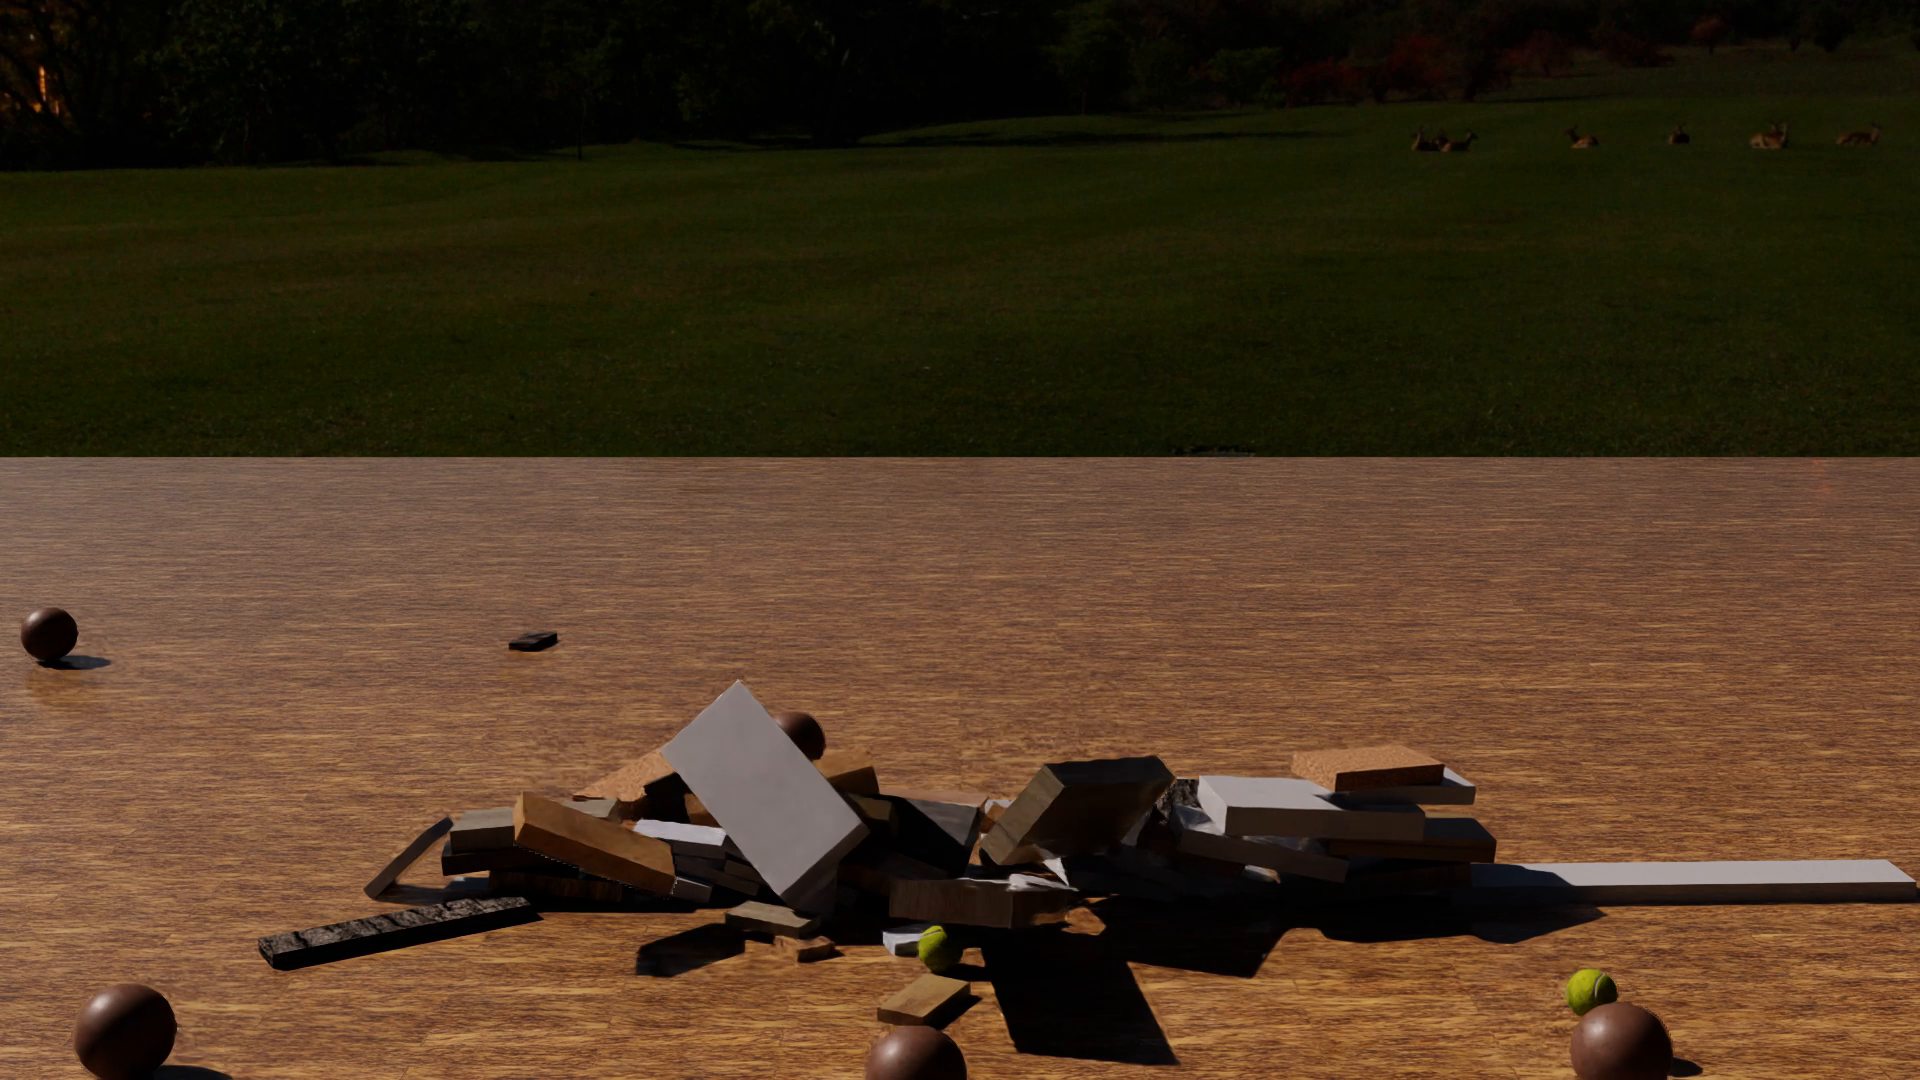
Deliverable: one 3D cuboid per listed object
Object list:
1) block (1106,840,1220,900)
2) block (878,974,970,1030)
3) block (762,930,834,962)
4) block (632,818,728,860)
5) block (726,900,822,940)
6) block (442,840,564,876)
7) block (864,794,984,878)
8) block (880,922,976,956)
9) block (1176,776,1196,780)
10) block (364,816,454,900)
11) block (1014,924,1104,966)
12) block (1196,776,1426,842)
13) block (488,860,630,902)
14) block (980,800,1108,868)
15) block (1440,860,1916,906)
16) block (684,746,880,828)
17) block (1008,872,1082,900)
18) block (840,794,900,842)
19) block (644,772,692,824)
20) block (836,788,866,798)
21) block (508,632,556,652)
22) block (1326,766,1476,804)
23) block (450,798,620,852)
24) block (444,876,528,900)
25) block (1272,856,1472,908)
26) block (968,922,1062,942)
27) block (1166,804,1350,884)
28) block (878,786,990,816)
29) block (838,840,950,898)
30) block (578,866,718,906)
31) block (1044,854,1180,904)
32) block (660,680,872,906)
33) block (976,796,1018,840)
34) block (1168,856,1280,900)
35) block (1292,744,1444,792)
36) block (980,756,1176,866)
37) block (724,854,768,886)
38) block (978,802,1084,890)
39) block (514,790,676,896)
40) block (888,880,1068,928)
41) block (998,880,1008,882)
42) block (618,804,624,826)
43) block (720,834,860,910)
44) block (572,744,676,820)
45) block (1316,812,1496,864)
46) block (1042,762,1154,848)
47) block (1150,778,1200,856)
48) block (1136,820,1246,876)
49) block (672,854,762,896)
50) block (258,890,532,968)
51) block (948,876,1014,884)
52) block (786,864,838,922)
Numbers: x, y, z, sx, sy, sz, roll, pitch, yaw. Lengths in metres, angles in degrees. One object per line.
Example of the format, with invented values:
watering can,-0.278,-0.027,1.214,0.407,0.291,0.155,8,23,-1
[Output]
block,0.336,0.546,3.643,0.175,0.025,0.088,18,6,-10
block,-0.051,0.669,3.188,0.073,0.021,0.147,5,12,27
block,-0.254,0.624,3.437,0.064,0.018,0.128,-6,12,-30
block,-0.463,0.498,3.665,0.164,0.023,0.082,6,12,5
block,-0.294,0.599,3.469,0.136,0.019,0.068,6,12,27
block,-0.747,0.516,3.664,0.220,0.031,0.110,-6,8,-8
block,-0.137,0.504,3.817,0.346,0.034,0.120,4,55,27
block,-0.051,0.621,3.447,0.136,0.019,0.068,-5,11,-24
block,0.346,0.484,4.112,0.375,0.047,0.166,4,11,23
block,-0.913,0.528,3.653,0.162,0.023,0.081,-42,-2,18
block,0.154,0.628,3.413,0.128,0.018,0.064,9,14,41
block,0.573,0.439,3.604,0.333,0.047,0.167,3,11,-10
block,-0.663,0.561,3.666,0.221,0.031,0.110,6,8,1
block,0.160,0.513,3.828,0.240,0.034,0.120,1,43,7
block,1.192,0.572,3.677,0.774,0.032,0.113,0,11,-2
block,-0.304,0.437,3.786,0.324,0.037,0.130,-15,-27,-4
block,0.141,0.572,3.631,0.110,0.016,0.055,15,2,-29
block,-0.226,0.455,3.678,0.237,0.034,0.118,7,-25,9
block,-0.410,0.443,3.866,0.259,0.130,0.037,-21,2,-2
block,-0.221,0.435,3.697,0.147,0.021,0.073,20,-26,-18
block,-1.059,0.250,5.447,0.065,0.018,0.130,3,11,15
block,0.723,0.405,3.639,0.226,0.032,0.113,2,11,-15
block,-0.709,0.477,3.677,0.259,0.037,0.130,-5,8,0
block,-0.787,0.582,3.662,0.130,0.018,0.065,1,11,6
block,0.683,0.552,3.666,0.308,0.039,0.139,-7,11,0
block,0.088,0.607,3.516,0.136,0.019,0.068,-7,15,-34
block,0.489,0.499,3.623,0.277,0.039,0.139,12,10,-5
block,-0.076,0.497,4.078,0.240,0.034,0.120,2,11,13
block,-0.140,0.542,3.629,0.237,0.034,0.118,19,12,3
block,-0.513,0.548,3.664,0.221,0.031,0.110,15,11,1
block,0.250,0.552,3.623,0.202,0.029,0.101,13,8,-25
block,-0.319,0.407,3.575,0.352,0.176,0.050,45,-6,31
block,0.103,0.503,3.968,0.074,0.021,0.148,9,30,39
block,0.438,0.551,3.661,0.176,0.025,0.088,17,8,-10
block,0.669,0.374,3.607,0.226,0.032,0.113,-1,12,-29
block,0.194,0.435,3.550,0.050,0.176,0.352,48,23,26
block,-0.307,0.554,3.665,0.164,0.023,0.082,18,11,-2
block,0.132,0.516,3.717,0.203,0.029,0.101,30,10,5
block,-0.575,0.477,3.456,0.254,0.036,0.127,23,10,-18
block,0.035,0.541,3.283,0.176,0.050,0.462,3,-8,13
block,0.067,0.583,3.662,0.110,0.016,0.055,0,11,2
block,-0.684,0.518,3.848,0.127,0.036,0.254,-5,9,6
block,-0.273,0.527,3.649,0.237,0.034,0.118,25,13,0
block,-0.599,0.465,4.244,0.127,0.036,0.365,4,11,20
block,0.732,0.488,3.652,0.277,0.039,0.139,4,11,-6
block,0.226,0.463,3.780,0.203,0.101,0.029,17,6,22
block,0.376,0.493,3.914,0.333,0.047,0.166,1,30,7
block,0.385,0.508,3.627,0.175,0.025,0.088,14,10,14
block,-0.408,0.545,3.667,0.164,0.023,0.082,18,11,1
block,-0.889,0.614,3.479,0.414,0.023,0.081,-7,12,-32
block,0.029,0.582,3.608,0.110,0.016,0.055,3,37,16
block,-0.236,0.539,3.548,0.073,0.147,0.021,2,-16,7
